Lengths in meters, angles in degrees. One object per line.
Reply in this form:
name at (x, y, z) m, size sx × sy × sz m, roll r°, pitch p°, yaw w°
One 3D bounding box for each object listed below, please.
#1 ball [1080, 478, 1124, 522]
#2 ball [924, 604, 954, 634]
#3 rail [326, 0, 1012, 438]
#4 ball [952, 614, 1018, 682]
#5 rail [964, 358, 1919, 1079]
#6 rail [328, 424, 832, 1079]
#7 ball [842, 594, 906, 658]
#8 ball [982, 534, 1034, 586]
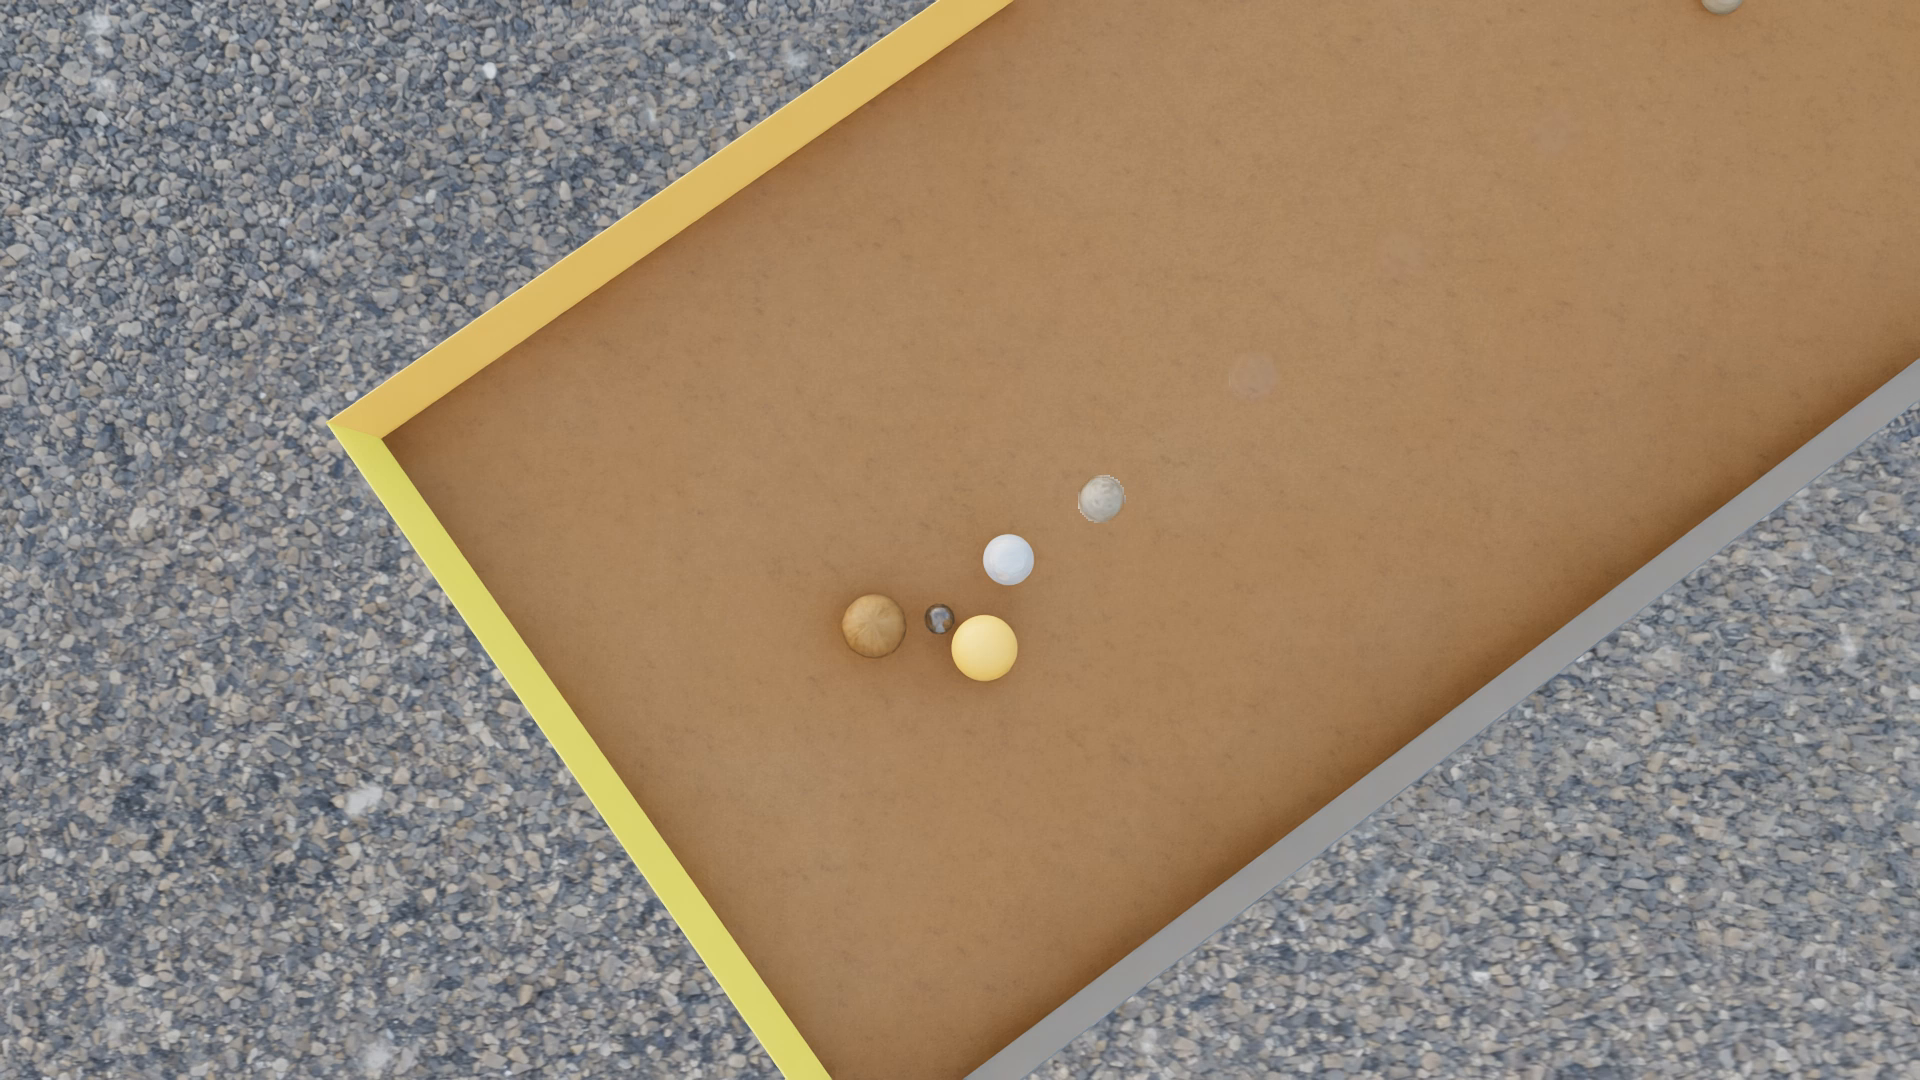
ball at (0.212, -0.061, 3.298) m, size 0.066 × 0.066 × 0.066 m, roll 0°, pitch 80°, yaw 0°
ball at (-0.031, 0.118, 3.276) m, size 0.046 × 0.046 × 0.046 m, roll 0°, pitch 80°, yaw 0°
rail at (0.141, -0.905, 3.416) m, size 2.619 × 0.127 × 0.045 m, roll -36°, pitch 82°, yaw -6°
ball at (0.036, 0.159, 3.242) m, size 0.098 × 0.098 × 0.098 m, roll 0°, pitch 80°, yaw 0°
rail at (0.915, 0.134, 3.231) m, size 2.619 × 0.127 × 0.045 m, roll -36°, pitch 82°, yaw -6°
rail at (-0.509, 0.363, 3.190) m, size 0.045 × 0.127 × 1.357 m, roll -36°, pitch 82°, yaw -6°
ball at (-0.127, 0.127, 3.249) m, size 0.095 × 0.095 × 0.095 m, roll 0°, pitch 80°, yaw 0°
ball at (0.072, 0.029, 3.276) m, size 0.076 × 0.076 × 0.076 m, roll 0°, pitch 80°, yaw 0°
